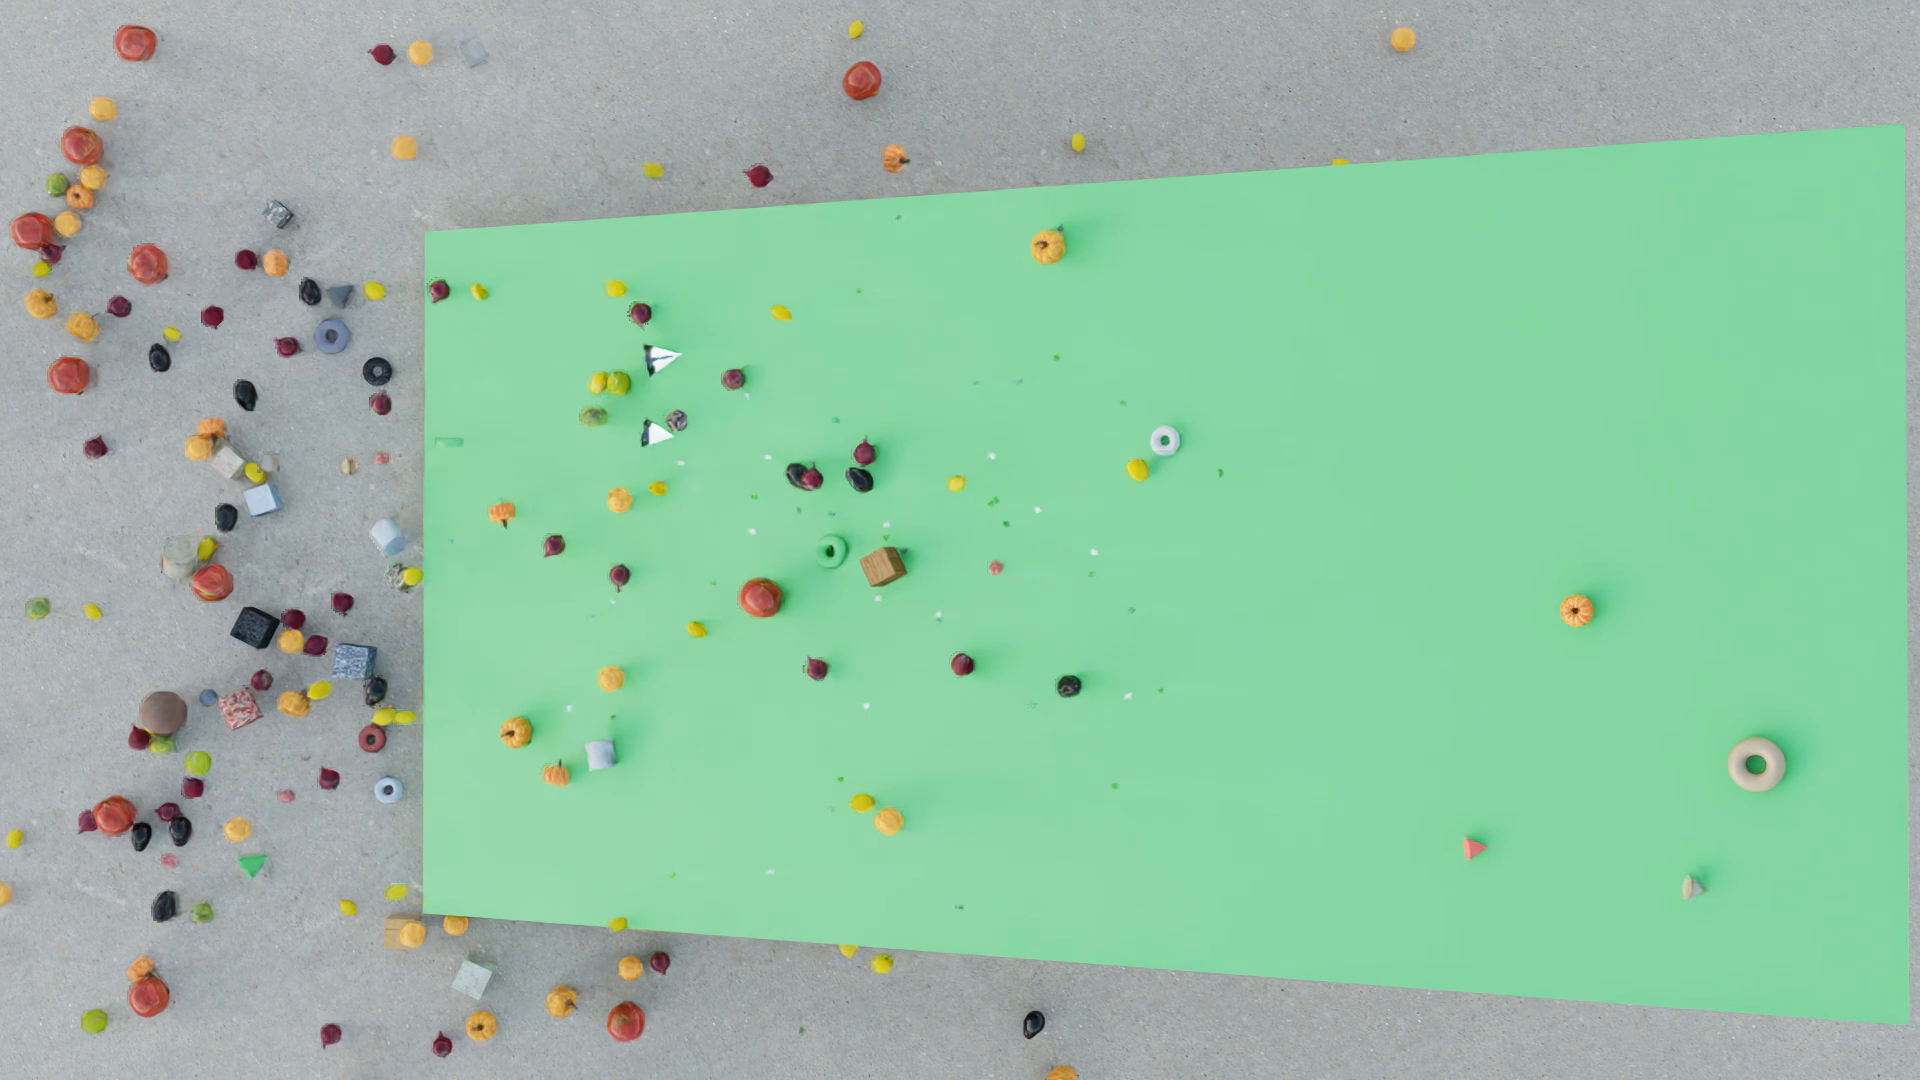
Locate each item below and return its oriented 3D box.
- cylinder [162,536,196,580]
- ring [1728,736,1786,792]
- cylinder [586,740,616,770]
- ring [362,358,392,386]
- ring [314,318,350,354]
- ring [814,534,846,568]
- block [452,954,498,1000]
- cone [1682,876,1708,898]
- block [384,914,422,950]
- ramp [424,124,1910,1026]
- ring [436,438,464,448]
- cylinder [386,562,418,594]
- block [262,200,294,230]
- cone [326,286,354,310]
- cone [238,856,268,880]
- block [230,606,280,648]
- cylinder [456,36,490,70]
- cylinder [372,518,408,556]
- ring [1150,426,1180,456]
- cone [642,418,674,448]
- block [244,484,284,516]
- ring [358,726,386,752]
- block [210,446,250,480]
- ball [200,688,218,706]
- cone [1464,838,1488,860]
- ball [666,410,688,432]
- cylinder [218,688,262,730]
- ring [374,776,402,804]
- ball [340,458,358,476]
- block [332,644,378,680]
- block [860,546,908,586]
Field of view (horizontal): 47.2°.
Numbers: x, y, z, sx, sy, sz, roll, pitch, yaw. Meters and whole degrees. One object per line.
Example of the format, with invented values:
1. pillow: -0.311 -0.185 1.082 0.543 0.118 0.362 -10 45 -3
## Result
1. cylinder: -2.291 0.053 6.456 0.092 0.092 0.092 9 57 -14
2. ring: 1.803 0.508 4.978 0.126 0.042 0.126 -1 89 27
3. cylinder: -1.007 0.602 6.166 0.077 0.077 0.077 -9 86 0
4. ring: -1.734 -0.501 6.544 0.087 0.029 0.087 0 88 1
5. ring: -1.868 -0.606 6.542 0.106 0.035 0.106 0 89 1
6. ring: -0.348 0.031 5.915 0.094 0.031 0.094 0 90 24
7. block: -1.431 1.289 6.491 0.091 0.091 0.091 25 89 0
8. cone: 1.690 0.797 5.034 0.053 0.053 0.053 7 89 -3
9. block: -1.645 1.157 6.494 0.087 0.087 0.087 2 89 0
10. ramp: 0.283 0.085 5.715 4.000 0.100 2.000 0 89 23
11. ring: -1.474 -0.283 6.360 0.077 0.077 0.026 4 96 0
12. cylinder: -1.636 0.112 6.451 0.066 0.066 0.066 37 89 22
13. block: -2.027 -0.968 6.534 0.058 0.058 0.058 40 89 0
14. cone: -1.831 -0.738 6.544 0.075 0.075 0.075 46 63 1
15. cone: -2.086 0.957 6.523 0.077 0.077 0.077 -32 89 -27
16. block: -2.084 0.259 6.503 0.092 0.092 0.092 27 89 0
17. cylinder: -1.447 -1.448 6.530 0.073 0.073 0.073 -35 89 -2
18. cylinder: -1.681 -0.009 6.484 0.078 0.078 0.078 -39 65 0
19. ring: 0.518 -0.250 5.550 0.077 0.026 0.077 0 90 23
20. cone: -0.838 -0.293 6.126 0.085 0.085 0.085 7 89 -4
21. block: -2.063 -0.118 6.515 0.076 0.076 0.076 -20 89 0
22. ring: -1.746 0.591 6.531 0.083 0.028 0.083 0 91 1
23. block: -2.161 -0.228 6.519 0.071 0.071 0.071 40 89 0
24. ball: -2.228 0.466 6.520 0.051 0.051 0.051 0 89 0
25. cone: 1.232 0.733 5.231 0.054 0.054 0.054 -6 89 -3
26. ball: -0.784 -0.330 6.091 0.061 0.061 0.061 0 89 0
27. cylinder: -2.125 0.499 6.498 0.095 0.095 0.095 -24 89 0
28. ring: -1.696 0.742 6.529 0.084 0.028 0.084 0 90 -1
29. ball: -1.812 -0.218 6.529 0.051 0.051 0.051 0 89 0
30. block: -1.789 0.360 6.500 0.096 0.096 0.096 8 89 0
31. block: -0.203 0.071 5.826 0.080 0.080 0.080 -28 79 20
